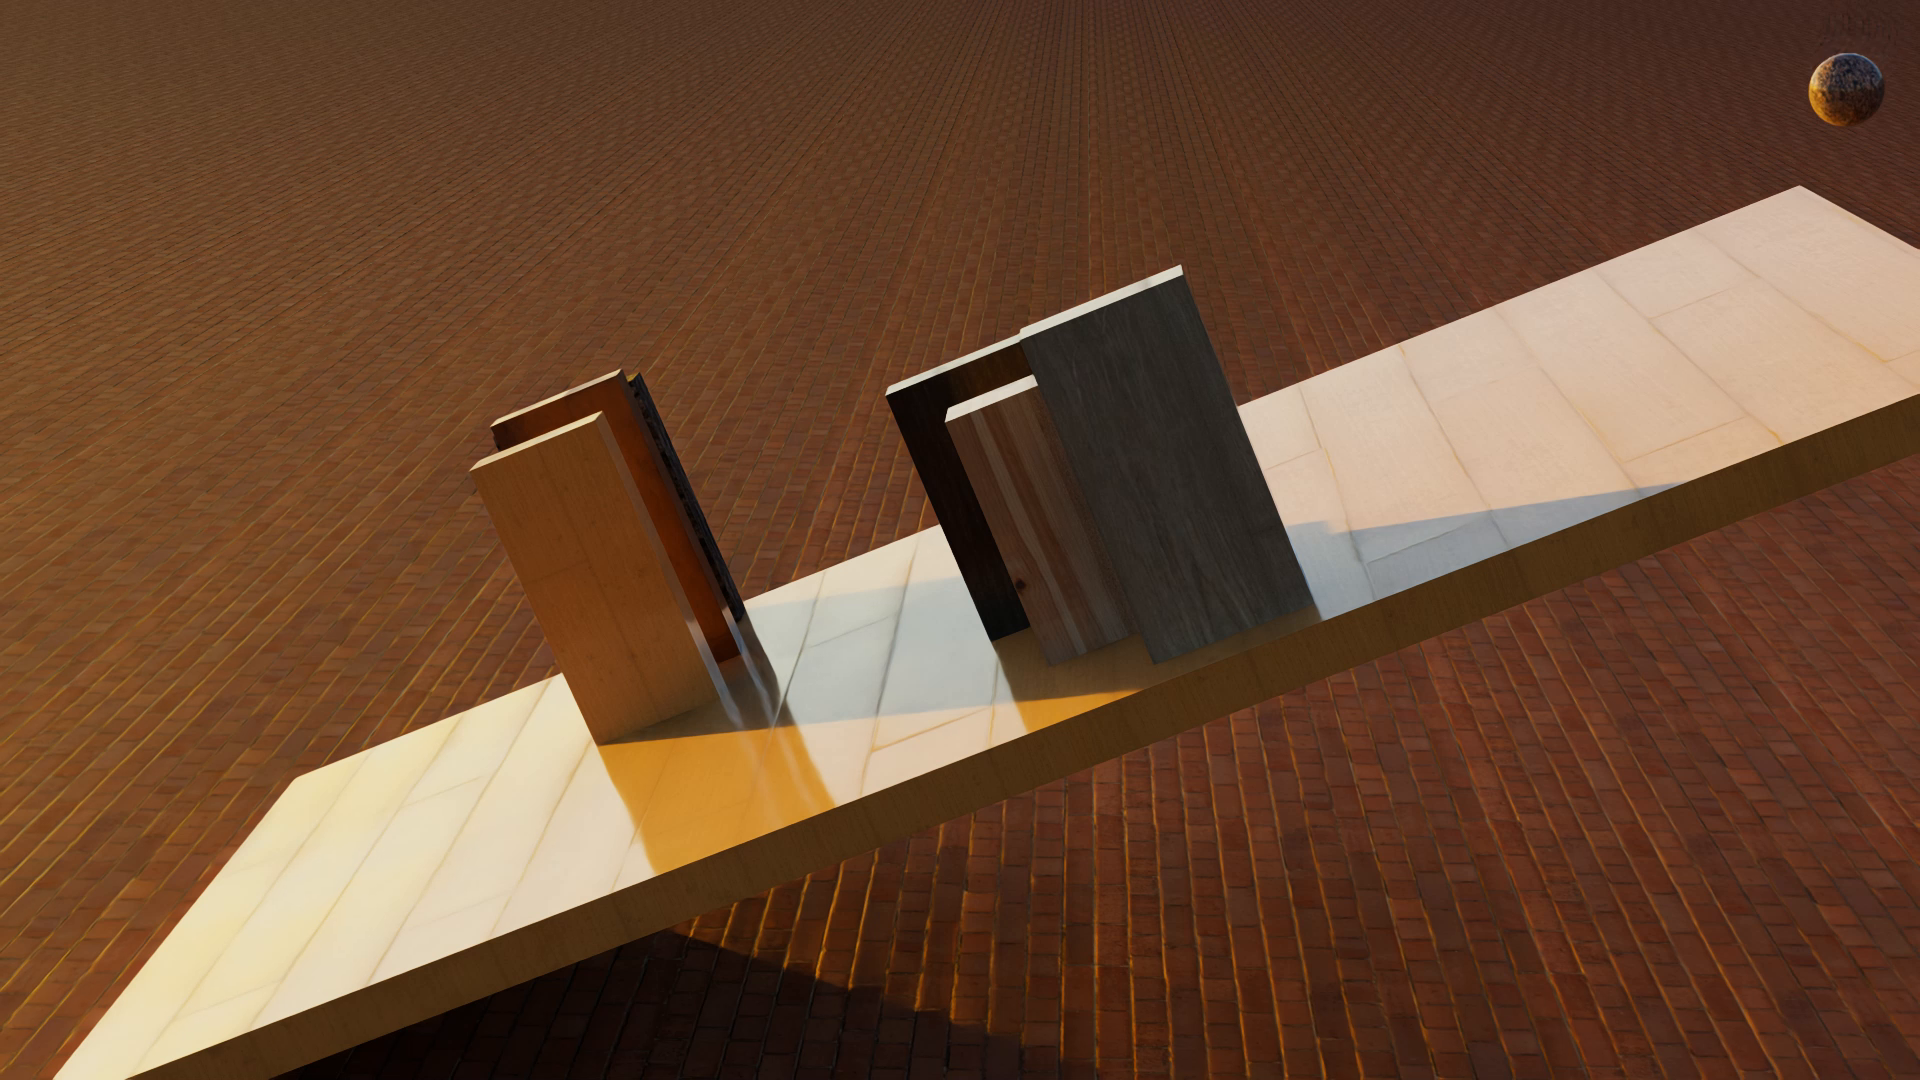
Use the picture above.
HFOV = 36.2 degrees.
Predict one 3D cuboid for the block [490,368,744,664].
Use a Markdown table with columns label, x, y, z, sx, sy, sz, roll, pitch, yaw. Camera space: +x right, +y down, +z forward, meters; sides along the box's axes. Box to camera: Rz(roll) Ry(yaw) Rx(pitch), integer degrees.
| label | x | y | z | sx | sy | sz | roll | pitch | yaw |
| --- | --- | --- | --- | --- | --- | --- | --- | --- | --- |
| block | -0.786 | -0.007 | 6.794 | 0.316 | 0.709 | 0.086 | -21 | 12 | 8 |

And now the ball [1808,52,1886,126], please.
| label | x | y | z | sx | sy | sz | roll | pitch | yaw |
| --- | --- | --- | --- | --- | --- | --- | --- | --- | --- |
| ball | 1.842 | -0.935 | 6.110 | 0.152 | 0.152 | 0.152 | 0 | 14 | 0 |

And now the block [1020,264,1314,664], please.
| label | x | y | z | sx | sy | sz | roll | pitch | yaw |
| --- | --- | --- | --- | --- | --- | --- | --- | --- | --- |
| block | 0.378 | -0.135 | 5.357 | 0.314 | 0.652 | 0.114 | -21 | 12 | 8 |

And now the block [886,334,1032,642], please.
| label | x | y | z | sx | sy | sz | roll | pitch | yaw |
| --- | --- | --- | --- | --- | --- | --- | --- | --- | --- |
| block | 0.155 | -0.129 | 5.969 | 0.427 | 0.554 | 0.092 | -21 | 12 | 8 |

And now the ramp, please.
| label | x | y | z | sx | sy | sz | roll | pitch | yaw |
| --- | --- | --- | --- | --- | --- | --- | --- | --- | --- |
| ramp | 0.126 | 0.172 | 6.288 | 4.000 | 0.100 | 2.000 | -21 | 12 | 8 |

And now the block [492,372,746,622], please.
| label | x | y | z | sx | sy | sz | roll | pitch | yaw |
| --- | --- | --- | --- | --- | --- | --- | --- | --- | --- |
| block | -0.826 | -0.039 | 7.157 | 0.372 | 0.643 | 0.108 | -21 | 12 | 8 |

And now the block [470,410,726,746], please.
| label | x | y | z | sx | sy | sz | roll | pitch | yaw |
| --- | --- | --- | --- | --- | --- | --- | --- | --- | --- |
| block | -0.795 | 0.087 | 6.488 | 0.301 | 0.676 | 0.105 | -21 | 12 | 8 |

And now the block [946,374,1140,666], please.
| label | x | y | z | sx | sy | sz | roll | pitch | yaw |
| --- | --- | --- | --- | --- | --- | --- | --- | --- | --- |
| block | 0.192 | -0.052 | 5.656 | 0.257 | 0.519 | 0.134 | -21 | 12 | 8 |
